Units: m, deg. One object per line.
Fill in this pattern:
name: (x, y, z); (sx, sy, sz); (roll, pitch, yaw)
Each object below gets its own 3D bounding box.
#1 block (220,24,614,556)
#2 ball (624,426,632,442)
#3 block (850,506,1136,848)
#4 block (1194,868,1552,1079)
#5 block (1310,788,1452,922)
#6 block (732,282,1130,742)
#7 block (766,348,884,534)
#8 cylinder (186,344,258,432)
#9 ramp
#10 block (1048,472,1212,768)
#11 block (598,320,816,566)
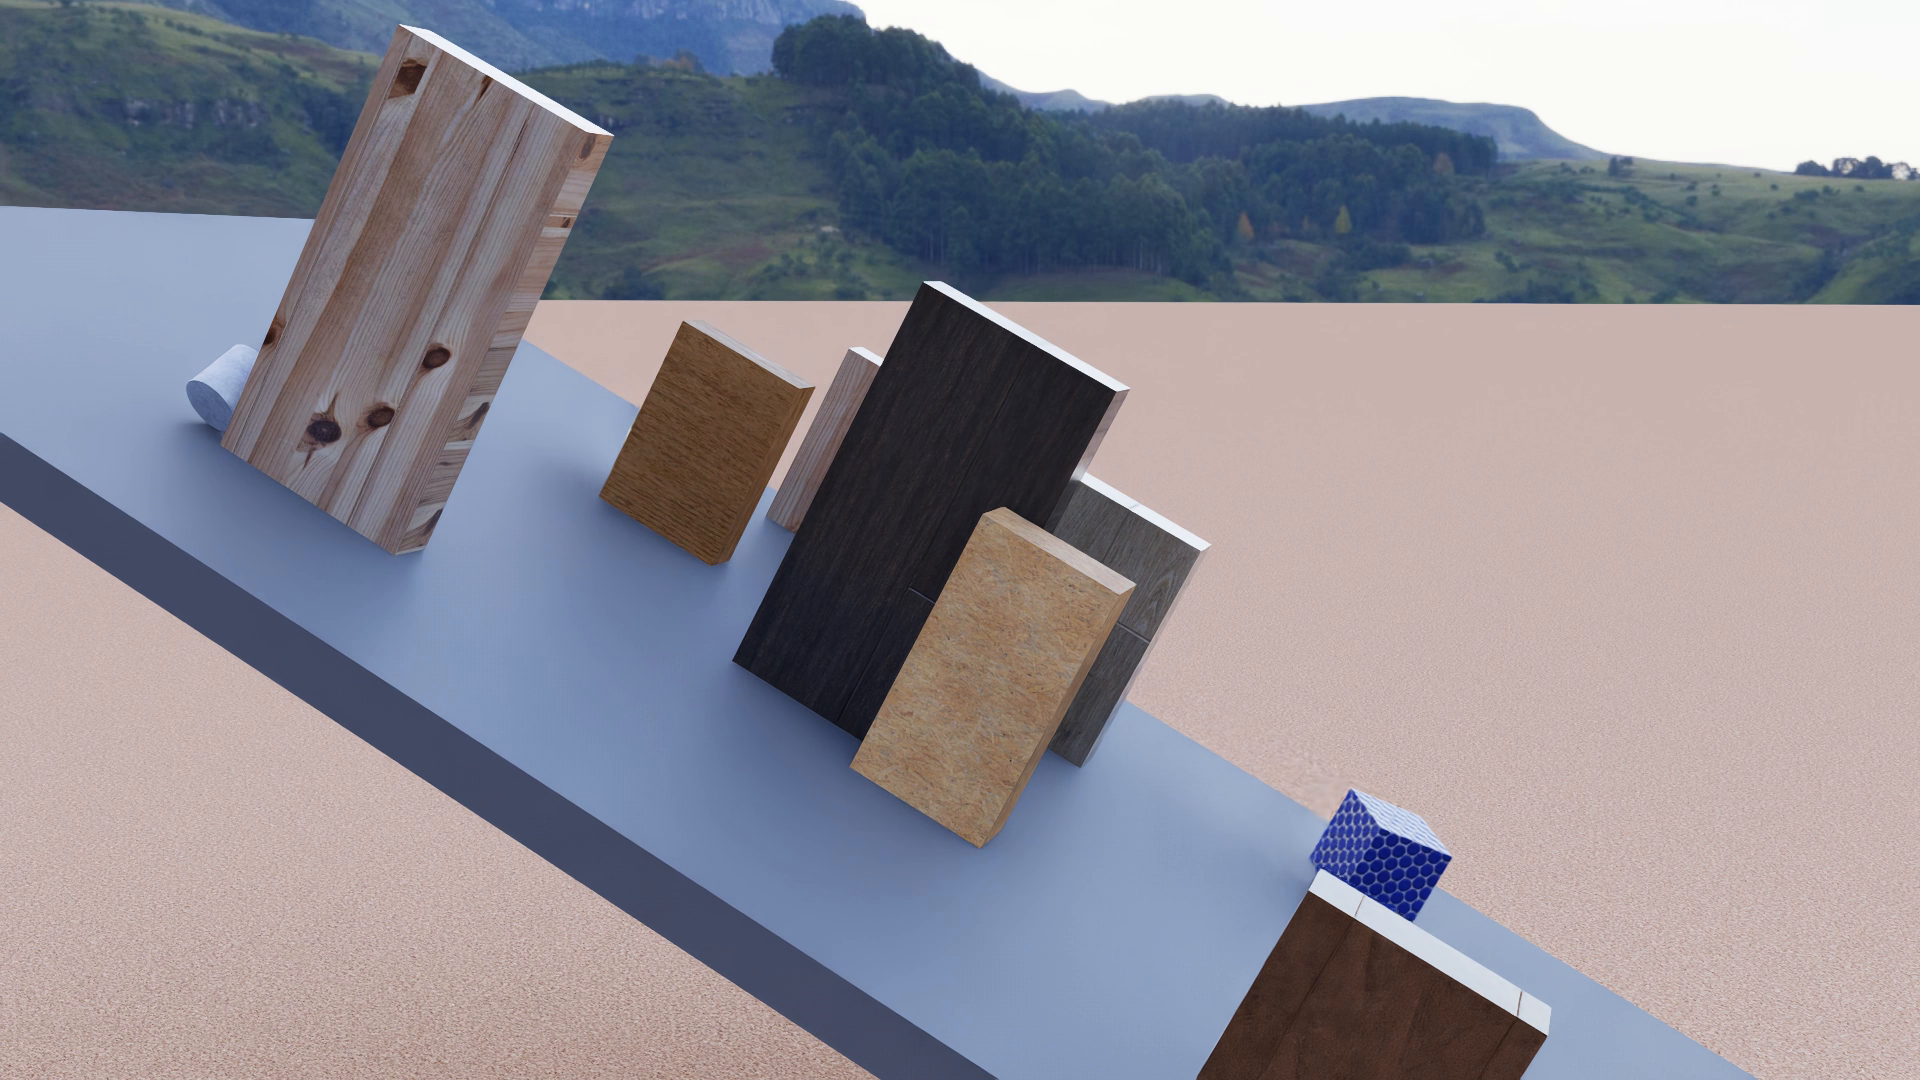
block: (-0.926, -0.416, 3.716); (0.383, 0.795, 0.097); (31, 14, 12)
ball: (-0.620, -0.187, 4.704); (0.199, 0.199, 0.199); (0, 7, 0)
block: (0.056, 0.236, 3.814); (0.270, 0.513, 0.131); (31, 14, 12)
block: (0.558, 0.751, 3.106); (0.369, 0.425, 0.120); (31, 14, 12)
block: (0.864, 0.654, 4.529); (0.178, 0.178, 0.178); (23, 15, -18)
block: (-0.059, -0.023, 3.955); (0.396, 0.785, 0.107); (31, 14, 12)
block: (-0.170, -0.150, 4.927); (0.380, 0.432, 0.087); (31, 14, 12)
cylinder: (-1.274, -0.266, 3.856); (0.111, 0.111, 0.111); (5, 41, 37)
ramp: (-0.215, 0.357, 4.144); (4.000, 0.100, 2.000); (31, 14, 12)
block: (0.247, 0.160, 4.447); (0.299, 0.510, 0.107); (31, 14, 12)
block: (-0.518, -0.200, 4.498); (0.283, 0.412, 0.095); (31, 14, 12)
